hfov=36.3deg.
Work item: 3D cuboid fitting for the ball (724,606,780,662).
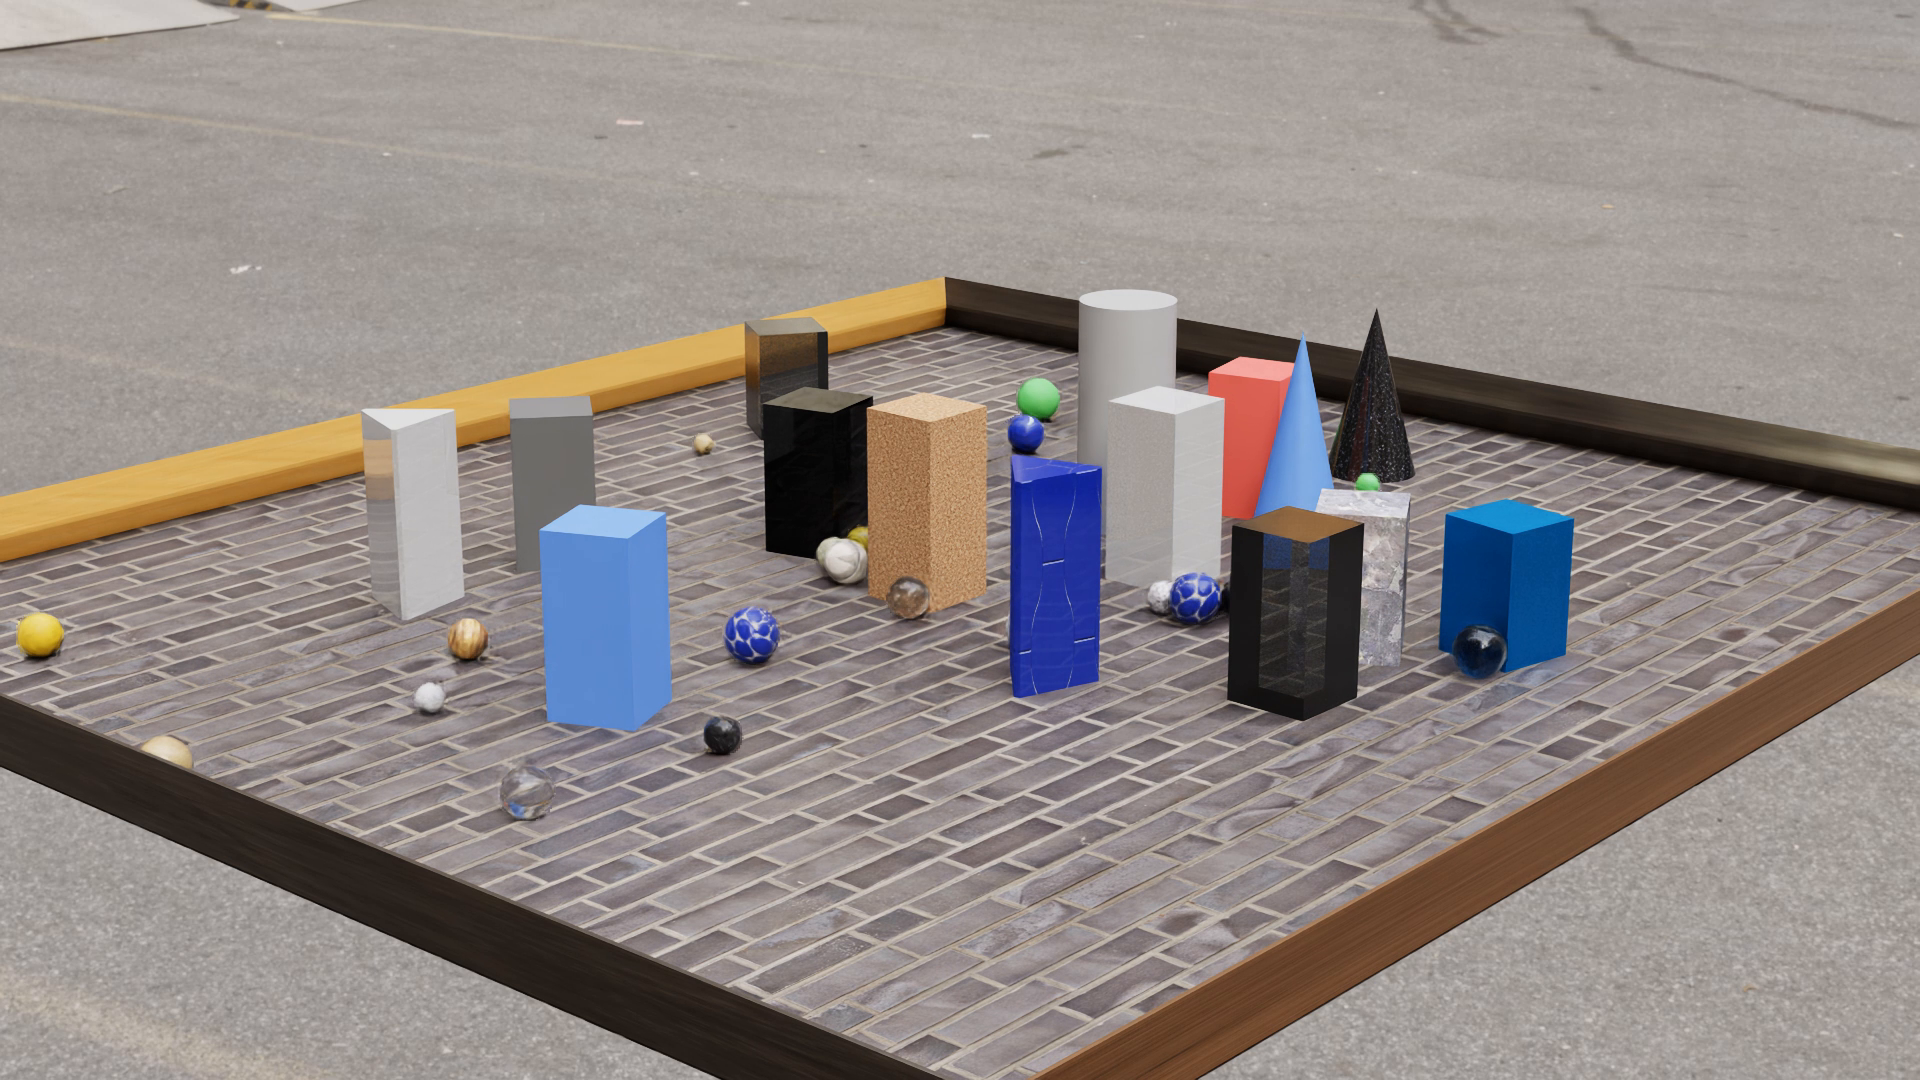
[{"bbox_3d":[-0.338,0.154,4.763,0.090,0.090,0.090,0,17,0],"label":"ball"}]

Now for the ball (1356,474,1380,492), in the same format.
[{"bbox_3d":[0.790,-0.105,5.691,0.047,0.047,0.047,0,17,0],"label":"ball"}]

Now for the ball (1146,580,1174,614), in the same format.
[{"bbox_3d":[0.347,0.098,5.004,0.057,0.057,0.057,0,17,0],"label":"ball"}]

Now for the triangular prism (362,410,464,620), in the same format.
[{"bbox_3d":[-0.962,-0.053,5.025,0.136,0.334,0.157,10,19,29],"label":"triangular prism"}]

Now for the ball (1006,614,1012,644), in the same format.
[{"bbox_3d":[0.110,0.146,4.820,0.071,0.071,0.071,0,17,0],"label":"ball"}]

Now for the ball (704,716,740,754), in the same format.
[{"bbox_3d":[-0.355,0.290,4.372,0.056,0.056,0.056,0,17,0],"label":"ball"}]

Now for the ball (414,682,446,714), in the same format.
[{"bbox_3d":[-0.820,0.245,4.537,0.047,0.047,0.047,0,17,0],"label":"ball"}]

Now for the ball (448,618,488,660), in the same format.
[{"bbox_3d":[-0.801,0.161,4.778,0.067,0.067,0.067,0,17,0],"label":"ball"}]

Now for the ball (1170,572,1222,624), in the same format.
[{"bbox_3d":[0.398,0.097,4.952,0.088,0.088,0.088,0,17,0],"label":"ball"}]

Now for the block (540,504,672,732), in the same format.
[{"bbox_3d":[-0.543,0.118,4.507,0.145,0.307,0.145,5,18,17],"label":"block"}]

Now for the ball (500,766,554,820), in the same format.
[{"bbox_3d":[-0.610,0.355,4.123,0.075,0.075,0.075,0,17,0],"label":"ball"}]

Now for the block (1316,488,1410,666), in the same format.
[{"bbox_3d":[0.654,0.060,4.793,0.145,0.251,0.145,3,17,11],"label":"block"}]

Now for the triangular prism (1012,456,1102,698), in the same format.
[{"bbox_3d":[0.120,0.050,4.652,0.157,0.353,0.136,-10,20,-30],"label":"triangular prism"}]

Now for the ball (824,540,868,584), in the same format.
[{"bbox_3d":[-0.200,0.038,5.165,0.079,0.079,0.079,0,17,0],"label":"ball"}]

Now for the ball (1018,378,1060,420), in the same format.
[{"bbox_3d":[0.167,-0.300,6.259,0.091,0.091,0.091,0,17,0],"label":"ball"}]

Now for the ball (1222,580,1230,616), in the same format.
[{"bbox_3d":[0.481,0.098,4.963,0.080,0.080,0.080,0,17,0],"label":"ball"}]

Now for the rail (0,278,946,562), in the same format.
[{"bbox_3d":[-1.051,-0.235,5.995,0.045,0.118,3.145,14,22,39],"label":"rail"}]

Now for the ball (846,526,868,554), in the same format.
[{"bbox_3d":[-0.174,0.008,5.284,0.067,0.067,0.067,0,17,0],"label":"ball"}]

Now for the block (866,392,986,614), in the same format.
[{"bbox_3d":[-0.056,-0.066,5.061,0.145,0.337,0.145,14,22,39],"label":"block"}]

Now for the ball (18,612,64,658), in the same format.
[{"bbox_3d":[-1.501,0.155,4.788,0.072,0.072,0.072,0,17,0],"label":"ball"}]

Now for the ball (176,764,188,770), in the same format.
[{"bbox_3d":[-1.116,0.351,4.155,0.065,0.065,0.065,0,17,0],"label":"ball"}]

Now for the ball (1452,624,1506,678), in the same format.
[{"bbox_3d":[0.831,0.177,4.692,0.087,0.087,0.087,0,17,0],"label":"ball"}]

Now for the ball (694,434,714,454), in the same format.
[{"bbox_3d":[-0.525,-0.196,6.001,0.041,0.041,0.041,0,17,0],"label":"ball"}]

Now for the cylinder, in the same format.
[{"bbox_3d":[0.310,-0.239,5.474,0.182,0.429,0.182,0,17,0],"label":"cylinder"}]

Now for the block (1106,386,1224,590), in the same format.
[{"bbox_3d":[0.360,-0.089,5.159,0.145,0.325,0.145,14,22,38],"label":"block"}]

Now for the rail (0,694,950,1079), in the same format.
[{"bbox_3d":[-1.015,0.369,4.002,2.831,0.118,0.045,14,22,39],"label":"rail"}]

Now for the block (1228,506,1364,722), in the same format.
[{"bbox_3d":[0.522,0.112,4.562,0.145,0.286,0.145,15,22,40],"label":"block"}]

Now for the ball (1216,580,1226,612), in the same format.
[{"bbox_3d":[0.441,0.096,5.019,0.053,0.053,0.053,0,17,0],"label":"ball"}]

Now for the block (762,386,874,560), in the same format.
[{"bbox_3d":[-0.256,-0.121,5.345,0.145,0.278,0.145,9,19,27],"label":"block"}]

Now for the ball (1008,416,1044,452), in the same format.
[{"bbox_3d":[0.136,-0.218,6.013,0.077,0.077,0.077,0,17,0],"label":"ball"}]

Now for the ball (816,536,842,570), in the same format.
[{"bbox_3d":[-0.225,0.026,5.232,0.063,0.063,0.063,0,17,0],"label":"ball"}]

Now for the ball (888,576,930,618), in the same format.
[{"bbox_3d":[-0.087,0.097,4.982,0.071,0.071,0.071,0,17,0],"label":"ball"}]

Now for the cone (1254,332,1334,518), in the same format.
[{"bbox_3d":[0.617,-0.182,5.326,0.182,0.406,0.182,0,17,0],"label":"cone"}]

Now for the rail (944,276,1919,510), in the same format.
[{"bbox_3d":[1.015,-0.310,6.241,2.831,0.118,0.045,14,22,39],"label":"rail"}]

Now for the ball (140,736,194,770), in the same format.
[{"bbox_3d":[-1.145,0.323,4.218,0.082,0.082,0.082,0,17,0],"label":"ball"}]

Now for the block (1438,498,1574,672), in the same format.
[{"bbox_3d":[0.891,0.073,4.783,0.145,0.233,0.145,-13,21,-36],"label":"block"}]

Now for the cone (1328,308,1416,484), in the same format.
[{"bbox_3d":[0.822,-0.299,5.832,0.182,0.337,0.182,0,17,0],"label":"cone"}]

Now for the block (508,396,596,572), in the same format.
[{"bbox_3d":[-0.732,-0.102,5.276,0.145,0.283,0.145,-3,17,-9],"label":"block"}]

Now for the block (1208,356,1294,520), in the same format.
[{"bbox_3d":[0.567,-0.191,5.580,0.145,0.276,0.145,9,19,28],"label":"block"}]

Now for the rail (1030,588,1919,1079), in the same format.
[{"bbox_3d":[1.051,0.294,4.248,0.045,0.118,3.145,14,22,39],"label":"rail"}]

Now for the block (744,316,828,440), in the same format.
[{"bbox_3d":[-0.364,-0.340,6.163,0.145,0.224,0.145,-5,18,-15],"label":"block"}]
